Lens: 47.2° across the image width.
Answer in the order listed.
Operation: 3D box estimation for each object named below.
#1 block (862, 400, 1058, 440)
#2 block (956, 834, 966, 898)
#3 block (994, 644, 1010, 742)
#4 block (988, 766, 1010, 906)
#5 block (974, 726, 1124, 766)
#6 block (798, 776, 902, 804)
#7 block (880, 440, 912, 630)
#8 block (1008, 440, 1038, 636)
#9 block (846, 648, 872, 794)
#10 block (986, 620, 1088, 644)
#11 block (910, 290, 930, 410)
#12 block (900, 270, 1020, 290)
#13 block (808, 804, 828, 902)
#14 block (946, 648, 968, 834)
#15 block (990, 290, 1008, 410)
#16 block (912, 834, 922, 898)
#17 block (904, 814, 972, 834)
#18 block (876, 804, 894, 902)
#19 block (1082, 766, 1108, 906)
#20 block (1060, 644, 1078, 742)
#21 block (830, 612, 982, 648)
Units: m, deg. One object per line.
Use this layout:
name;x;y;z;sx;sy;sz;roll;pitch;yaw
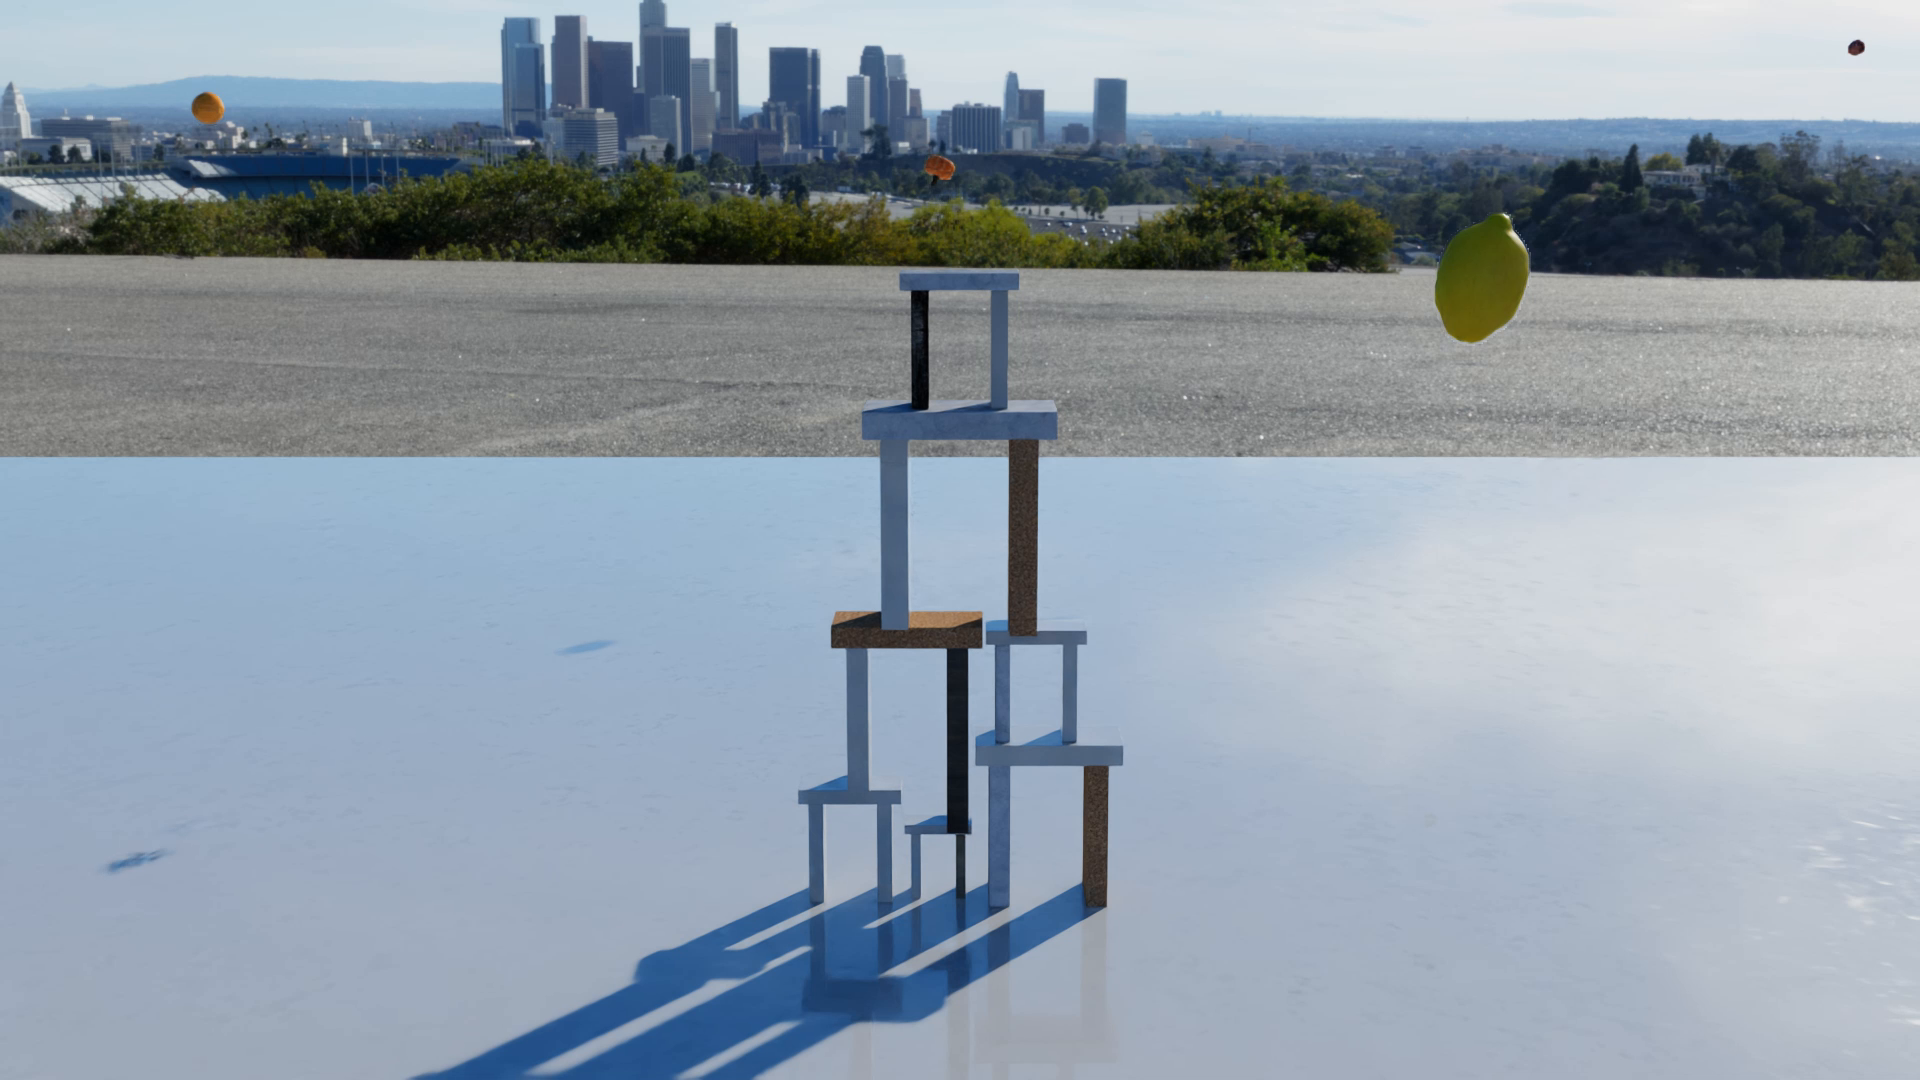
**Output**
block;0.000;-0.193;3.518;0.306;0.043;0.153;0;11;0
block;0.001;0.535;3.663;0.016;0.111;0.055;0;11;0
block;0.069;0.241;3.603;0.023;0.163;0.081;0;11;0
block;0.065;0.473;3.644;0.034;0.239;0.120;0;11;0
block;0.144;0.338;3.619;0.239;0.034;0.120;0;11;0
block;-0.180;0.413;3.635;0.168;0.024;0.084;0;11;0
block;-0.103;-0.021;3.550;0.043;0.306;0.153;0;11;1
block;0.101;-0.016;3.551;0.043;0.316;0.153;0;11;0
block;-0.165;0.282;3.609;0.034;0.243;0.121;0;10;0
block;0.123;0.150;3.585;0.163;0.023;0.081;0;11;0
block;-0.063;-0.307;3.501;0.027;0.187;0.094;0;11;0
block;-0.001;-0.412;3.481;0.187;0.027;0.094;0;11;0
block;-0.236;0.507;3.653;0.024;0.168;0.084;0;11;0
block;-0.003;0.315;3.614;0.034;0.309;0.121;0;11;1
block;0.062;-0.307;3.501;0.027;0.187;0.094;0;11;0
block;-0.073;0.535;3.663;0.016;0.111;0.055;0;11;0
block;-0.036;0.473;3.651;0.111;0.016;0.055;0;11;1
block;-0.124;0.507;3.653;0.024;0.168;0.084;0;11;0
block;0.224;0.473;3.644;0.034;0.239;0.120;0;11;0
block;0.178;0.241;3.603;0.023;0.163;0.081;0;11;0
block;-0.085;0.146;3.583;0.243;0.034;0.122;0;11;1
